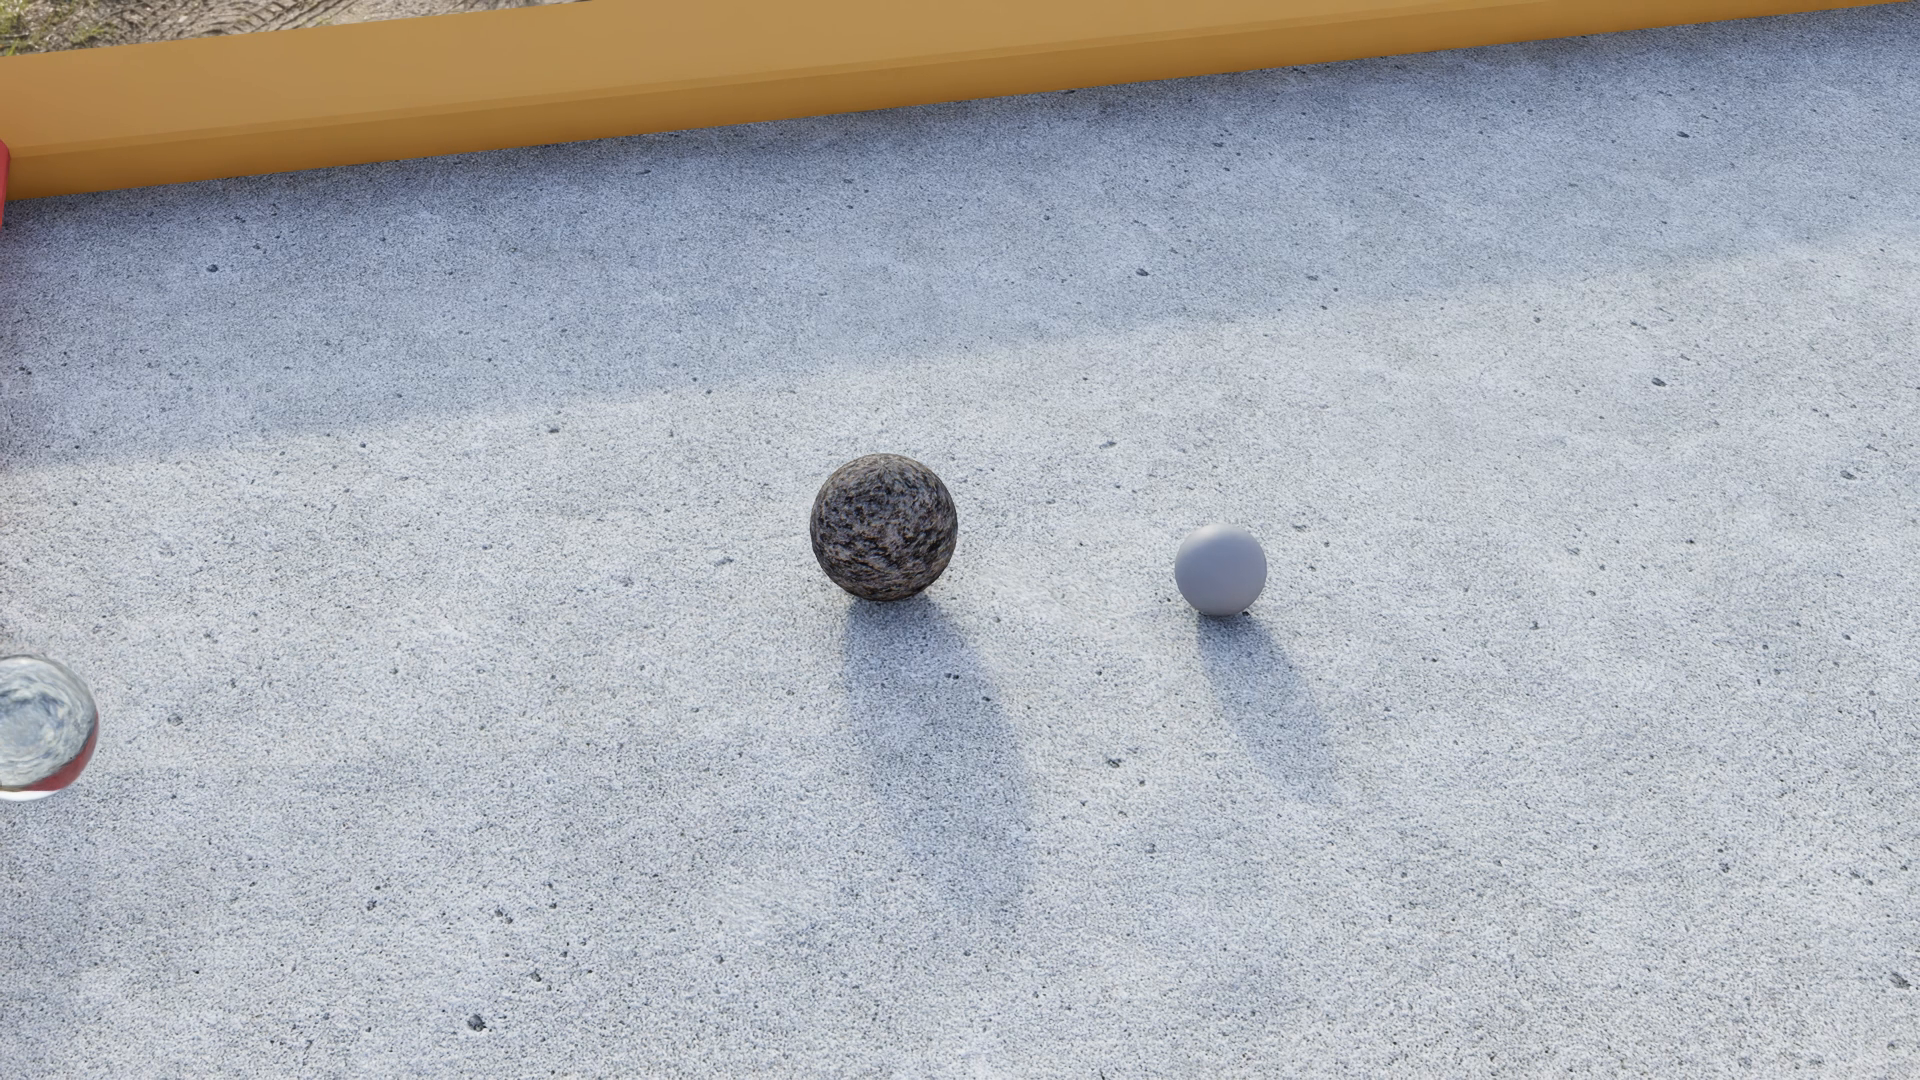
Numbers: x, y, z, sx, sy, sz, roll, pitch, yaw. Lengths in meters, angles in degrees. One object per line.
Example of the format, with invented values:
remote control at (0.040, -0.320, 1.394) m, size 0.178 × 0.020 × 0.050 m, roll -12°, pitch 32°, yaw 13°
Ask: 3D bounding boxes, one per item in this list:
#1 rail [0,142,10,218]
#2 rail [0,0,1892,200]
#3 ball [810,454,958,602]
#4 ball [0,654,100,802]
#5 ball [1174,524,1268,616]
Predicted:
rail at (-0.617, 0.067, 1.494) m, size 0.045 × 0.122 × 1.393 m, roll -8°, pitch 36°, yaw -11°
rail at (0.484, -0.487, 2.271) m, size 2.630 × 0.122 × 0.045 m, roll -8°, pitch 36°, yaw -11°
ball at (-0.048, -0.008, 1.625) m, size 0.094 × 0.094 × 0.094 m, roll 0°, pitch 35°, yaw 0°
ball at (-0.538, 0.107, 1.471) m, size 0.085 × 0.085 × 0.085 m, roll 0°, pitch 35°, yaw 0°
ball at (0.164, 0.019, 1.618) m, size 0.059 × 0.059 × 0.059 m, roll 0°, pitch 35°, yaw 0°
